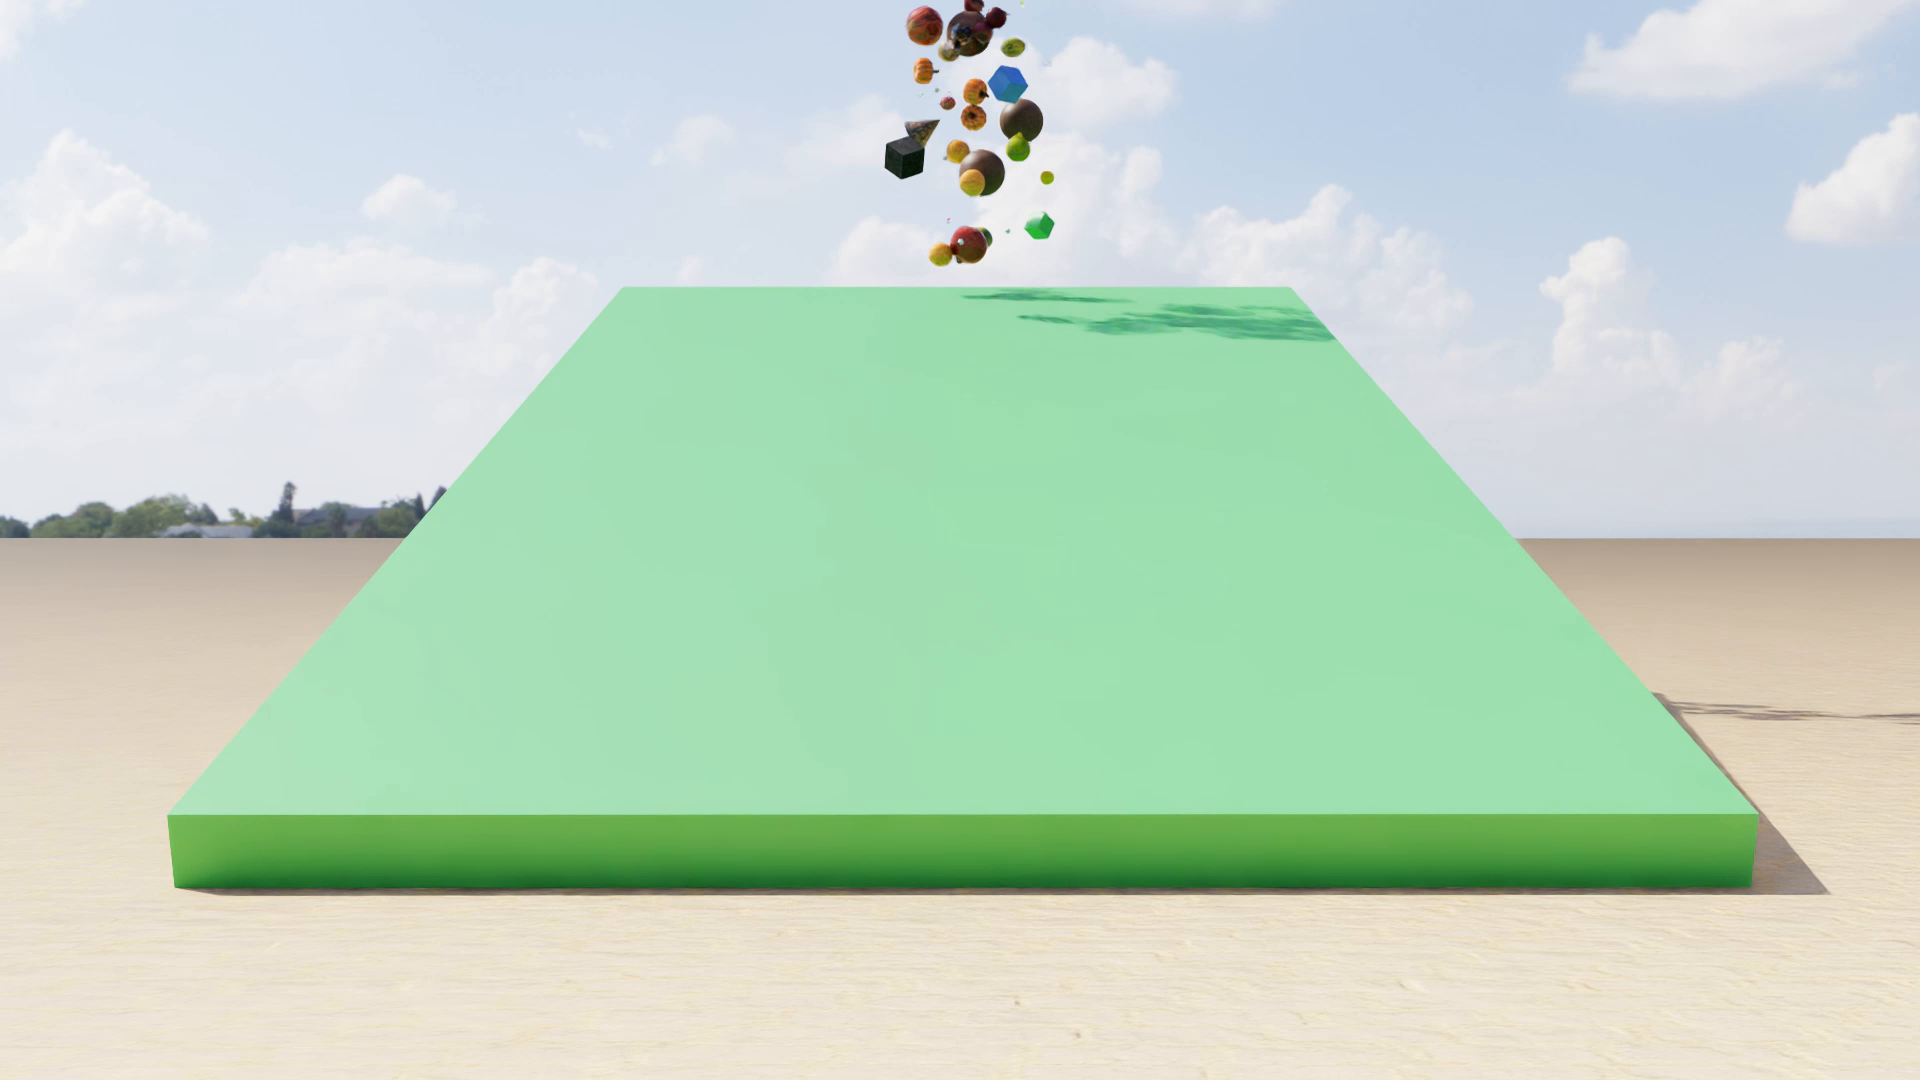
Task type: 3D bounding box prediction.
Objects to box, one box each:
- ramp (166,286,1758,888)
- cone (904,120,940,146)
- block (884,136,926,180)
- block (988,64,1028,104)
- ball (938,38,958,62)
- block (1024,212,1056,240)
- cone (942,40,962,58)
[{"bbox_3d":[-0.002,-0.160,4.709,2.000,0.100,4.000,0,16,0],"label":"ramp"},{"bbox_3d":[-0.097,-1.230,6.582,0.099,0.099,0.099,-28,-10,19],"label":"cone"},{"bbox_3d":[-0.157,-1.085,6.270,0.079,0.079,0.079,-25,49,-32],"label":"block"},{"bbox_3d":[0.137,-1.305,6.322,0.071,0.071,0.071,0,-36,-41],"label":"block"},{"bbox_3d":[-0.033,-1.461,6.584,0.070,0.070,0.070,0,0,0],"label":"ball"},{"bbox_3d":[0.222,-0.879,6.170,0.053,0.053,0.053,2,-29,42],"label":"block"},{"bbox_3d":[-0.020,-1.380,6.202,0.052,0.052,0.052,0,11,-6],"label":"cone"}]
